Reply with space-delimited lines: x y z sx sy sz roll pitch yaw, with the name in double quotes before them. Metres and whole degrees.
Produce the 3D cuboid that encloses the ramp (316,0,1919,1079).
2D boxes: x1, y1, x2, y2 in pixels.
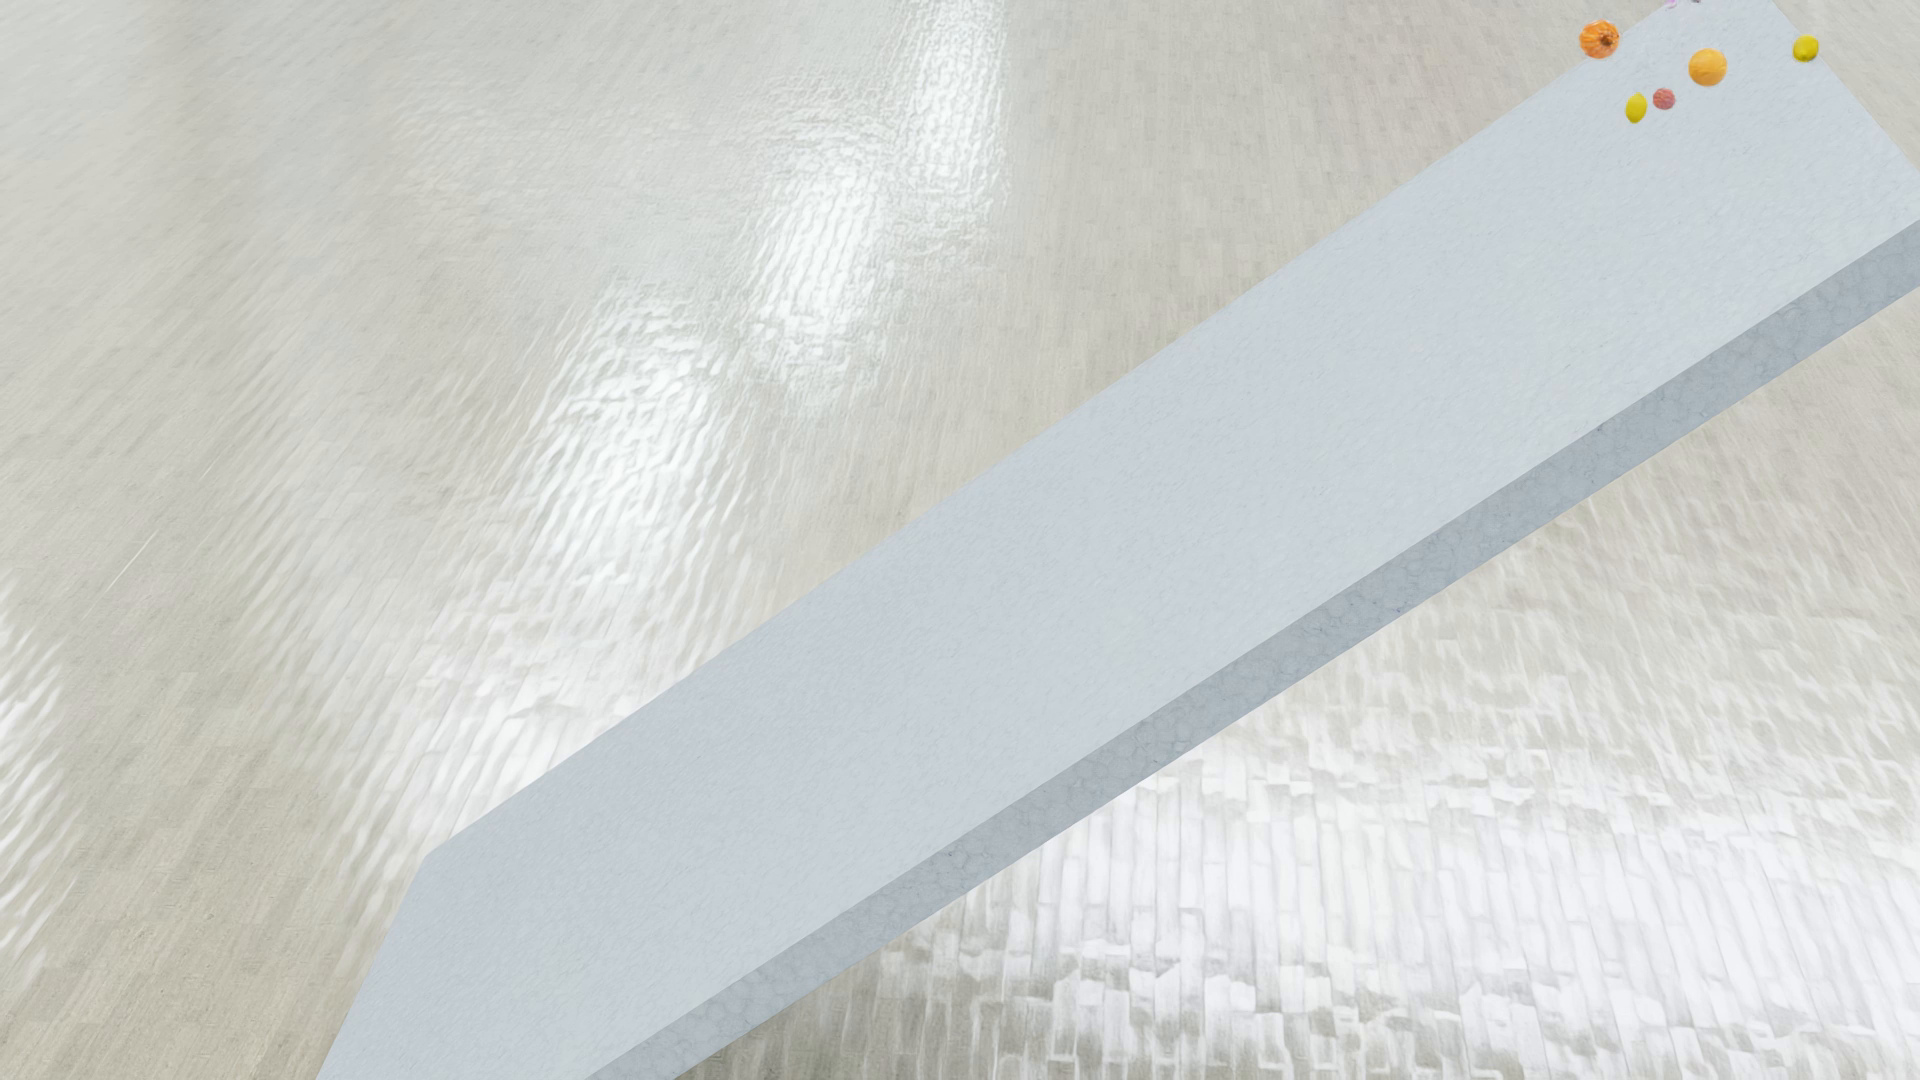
"ramp" 0.129 0.179 6.322 4.000 0.100 2.000 -34 16 17
